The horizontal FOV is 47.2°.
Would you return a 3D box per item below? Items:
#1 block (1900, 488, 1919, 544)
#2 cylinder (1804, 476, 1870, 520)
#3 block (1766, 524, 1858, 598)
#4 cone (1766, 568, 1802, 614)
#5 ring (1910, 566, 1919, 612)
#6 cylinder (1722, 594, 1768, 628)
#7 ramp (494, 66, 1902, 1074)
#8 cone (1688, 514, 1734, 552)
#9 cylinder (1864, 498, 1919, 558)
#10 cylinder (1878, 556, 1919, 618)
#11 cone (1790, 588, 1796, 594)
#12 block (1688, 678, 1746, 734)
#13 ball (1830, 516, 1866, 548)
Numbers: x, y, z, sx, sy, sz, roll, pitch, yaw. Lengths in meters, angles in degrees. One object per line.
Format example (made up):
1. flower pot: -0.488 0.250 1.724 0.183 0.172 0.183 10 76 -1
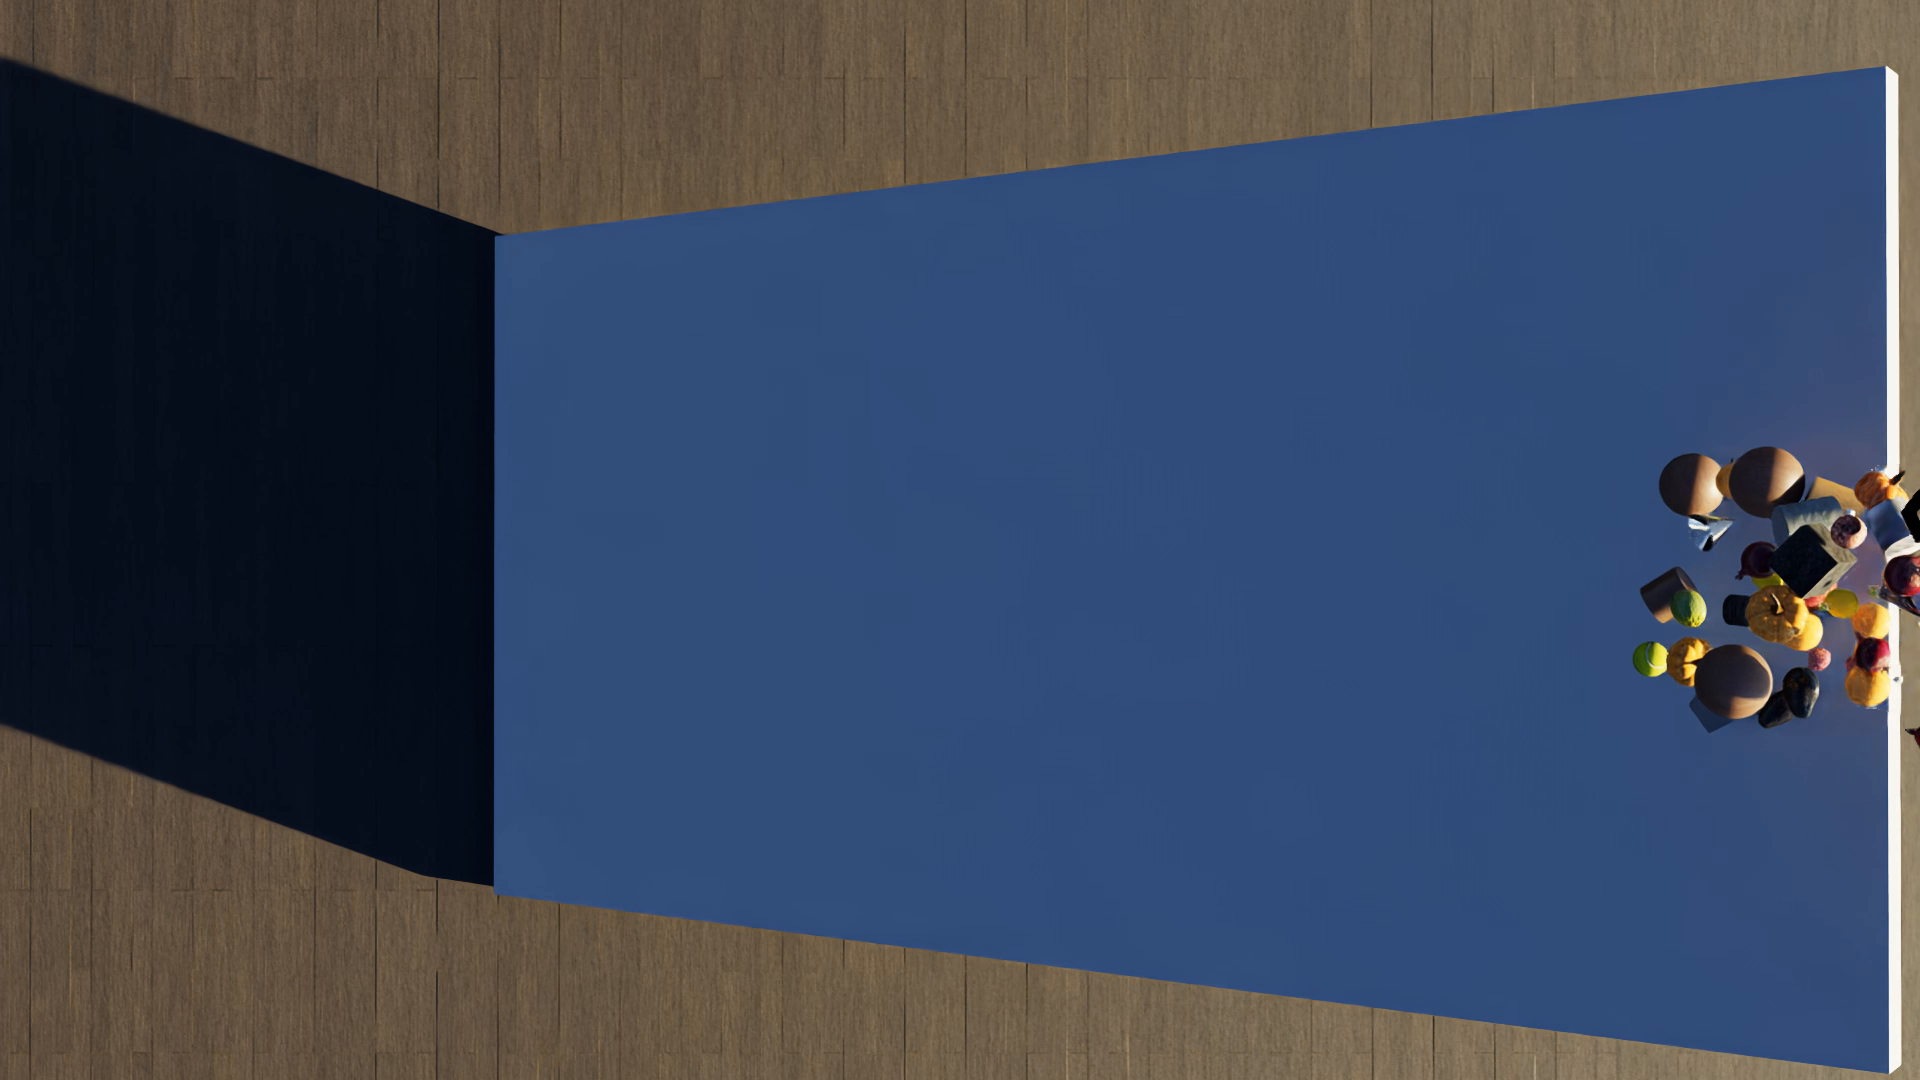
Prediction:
1. block: 1.306 -0.033 2.938 0.056 0.056 0.056 5 48 -13
2. cylinder: 1.555 -0.053 3.921 0.095 0.095 0.095 23 90 16
3. block: 1.312 0.032 3.386 0.079 0.079 0.079 53 126 27
4. cone: 1.591 0.078 4.158 0.095 0.095 0.095 -28 90 34
5. ring: 1.415 0.074 3.173 0.031 0.093 0.093 -14 89 -32
6. cylinder: 1.463 0.132 4.099 0.057 0.057 0.057 -3 95 -35
7. ramp: 0.241 0.067 5.565 4.000 0.100 2.000 0 89 36
8. cone: 1.445 -0.026 4.189 0.077 0.077 0.077 -19 90 -10
9. cylinder: 1.389 -0.018 3.262 0.066 0.066 0.066 -16 58 0
10. cylinder: 1.576 0.079 3.632 0.080 0.080 0.080 32 90 29
11. cone: 1.343 0.049 3.563 0.056 0.056 0.056 34 90 8
12. block: 1.541 0.337 4.474 0.070 0.070 0.070 -37 86 38
13. ball: 1.346 -0.012 3.332 0.050 0.050 0.050 0 90 0
